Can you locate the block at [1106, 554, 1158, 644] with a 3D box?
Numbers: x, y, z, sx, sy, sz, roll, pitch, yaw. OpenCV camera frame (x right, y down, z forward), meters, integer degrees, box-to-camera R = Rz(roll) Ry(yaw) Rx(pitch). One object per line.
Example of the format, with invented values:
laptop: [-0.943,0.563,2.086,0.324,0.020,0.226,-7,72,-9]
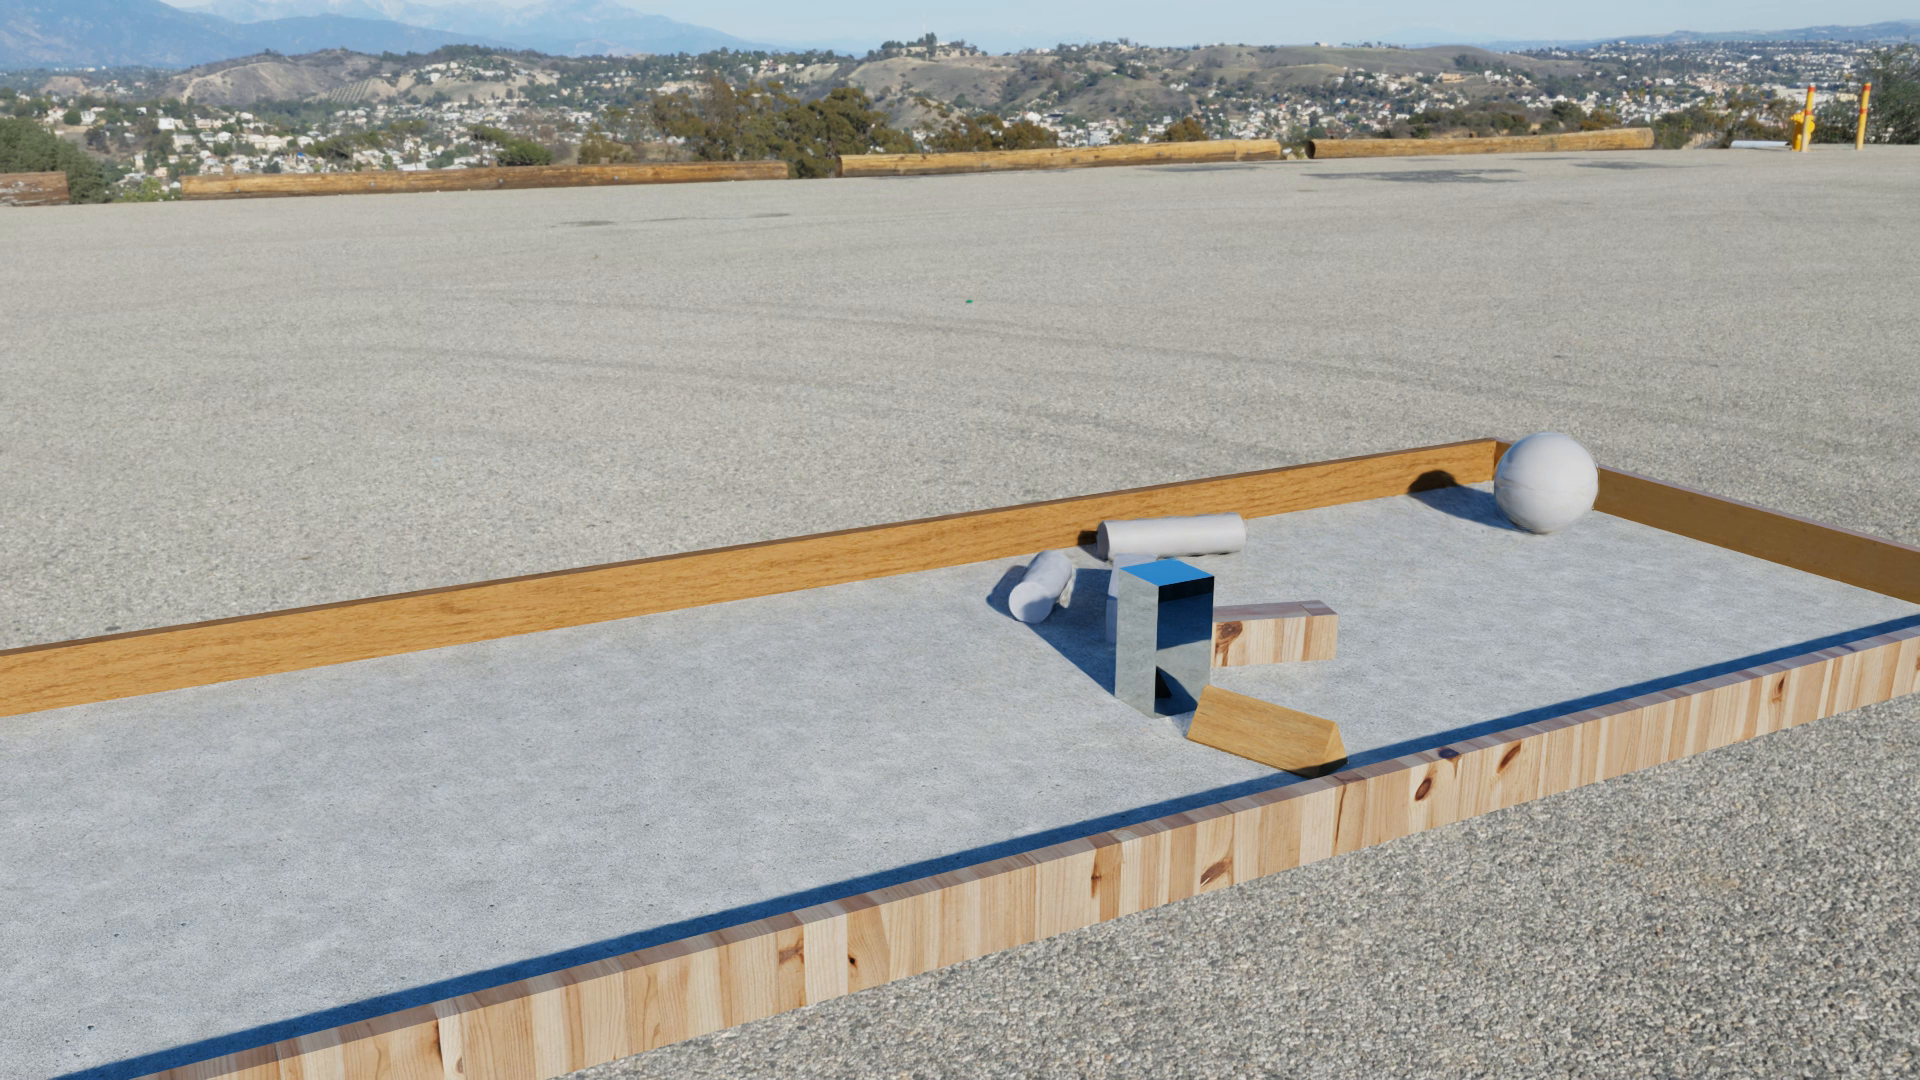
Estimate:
block: [0.481,0.159,4.599,0.122,0.122,0.433,2,17,8]

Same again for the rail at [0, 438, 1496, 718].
rail: [-3.305,0.497,3.399,12.000,0.150,0.050,-9,18,-27]

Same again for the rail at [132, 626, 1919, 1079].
rail: [-2.336,1.006,1.665,12.000,0.150,0.050,-9,18,-27]

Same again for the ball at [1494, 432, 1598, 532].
ball: [1.922,-0.188,5.414,0.327,0.327,0.327,0,16,0]

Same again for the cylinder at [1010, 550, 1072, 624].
cylinder: [0.232,0.130,4.697,0.121,0.121,0.315,4,17,13]

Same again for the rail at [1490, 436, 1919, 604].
rail: [2.466,-0.048,5.253,0.050,0.150,2.100,-9,18,-27]

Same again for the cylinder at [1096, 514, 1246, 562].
cylinder: [0.660,-0.009,5.161,0.445,0.125,0.125,-4,17,-13]

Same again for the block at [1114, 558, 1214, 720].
block: [0.490,0.235,3.965,0.162,0.332,0.162,-9,19,-28]

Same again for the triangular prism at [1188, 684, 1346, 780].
triangular prism: [0.691,0.420,3.710,0.338,0.115,0.133,14,21,40]

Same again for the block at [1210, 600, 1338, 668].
block: [0.785,0.244,4.307,0.370,0.122,0.122,-3,17,-10]
